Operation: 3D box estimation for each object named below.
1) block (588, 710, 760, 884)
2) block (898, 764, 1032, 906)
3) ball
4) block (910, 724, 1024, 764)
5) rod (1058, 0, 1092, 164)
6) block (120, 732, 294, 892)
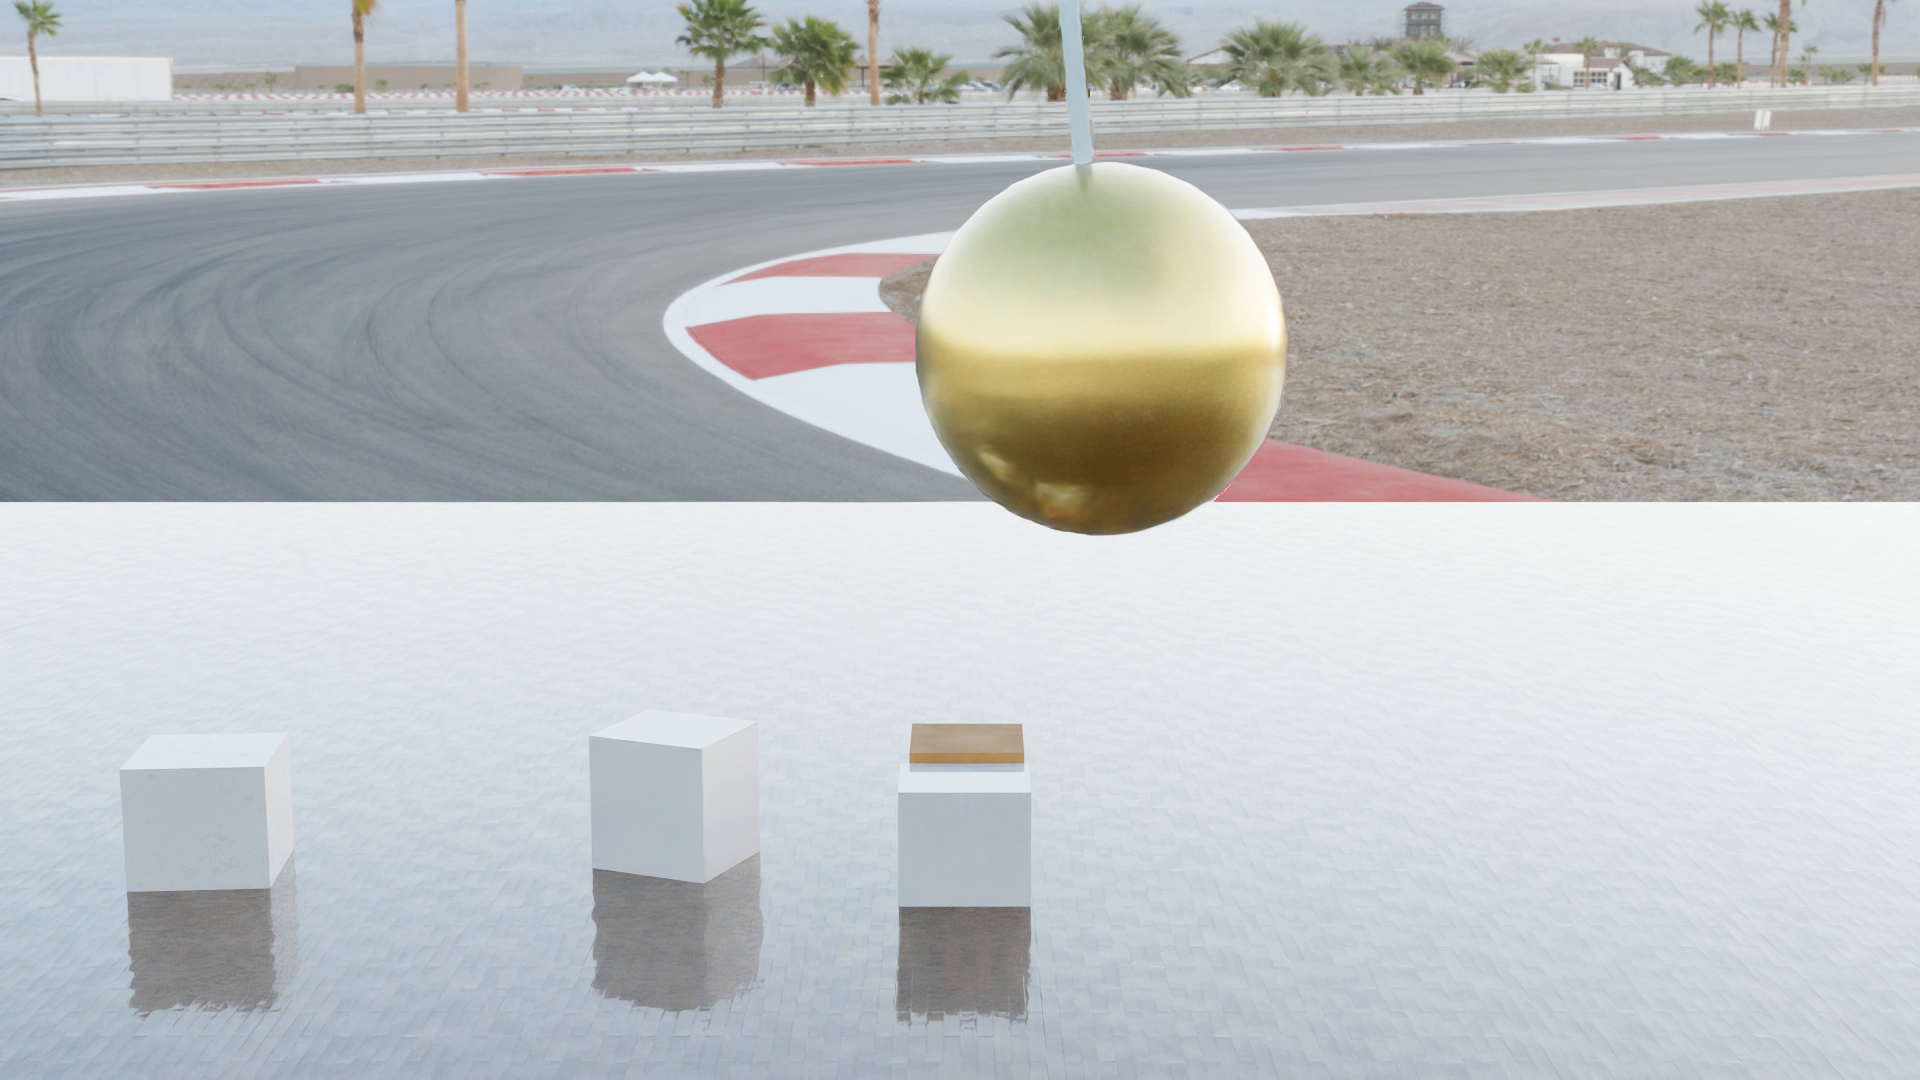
[{"bbox_3d":[-1.281,1.146,11.560,0.569,0.610,0.525,4,11,23],"label":"block"},{"bbox_3d":[0.019,1.276,11.140,0.565,0.504,0.467,0,10,0],"label":"block"},{"bbox_3d":[0.603,-0.817,11.032,1.600,1.600,1.600,0,10,0],"label":"ball"},{"bbox_3d":[0.032,1.163,11.636,0.508,0.548,0.525,0,10,0],"label":"block"},{"bbox_3d":[0.261,-4.146,10.427,0.080,5.200,0.080,-6,10,1],"label":"rod"},{"bbox_3d":[-3.340,1.203,11.416,0.613,0.549,0.587,-1,10,-4],"label":"block"}]
